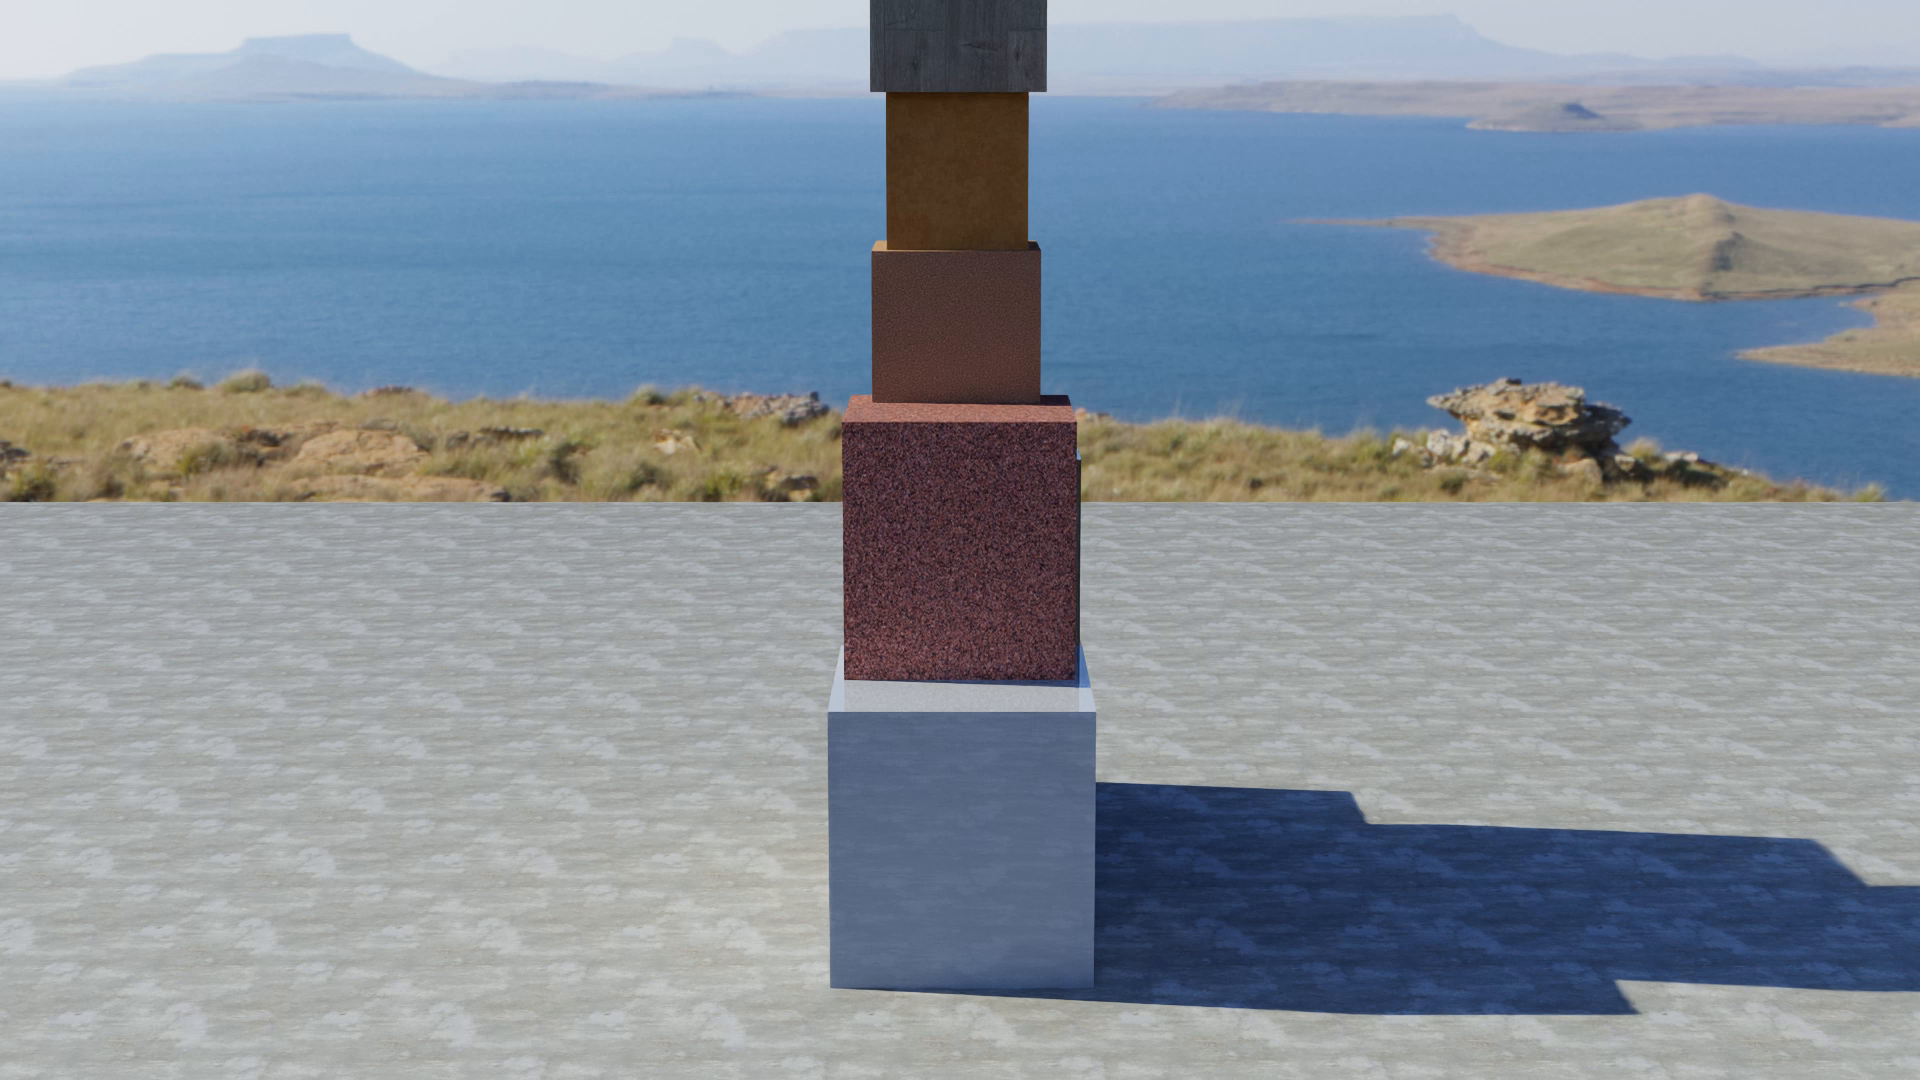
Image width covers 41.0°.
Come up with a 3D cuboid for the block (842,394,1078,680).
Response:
[{"bbox_3d":[-0.002,-0.031,10.635,0.926,1.041,0.882,0,10,0],"label":"block"}]

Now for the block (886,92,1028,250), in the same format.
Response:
[{"bbox_3d":[-0.011,-1.576,10.901,0.587,0.647,0.600,0,10,0],"label":"block"}]

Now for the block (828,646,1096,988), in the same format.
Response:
[{"bbox_3d":[0.007,1.096,10.443,1.025,1.107,1.146,0,10,0],"label":"block"}]

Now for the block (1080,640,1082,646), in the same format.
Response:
[{"bbox_3d":[0.017,0.979,11.504,1.068,0.957,0.963,0,10,0],"label":"block"}]

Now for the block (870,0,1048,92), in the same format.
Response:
[{"bbox_3d":[-0.006,-2.271,10.776,0.722,0.767,0.732,0,10,0],"label":"block"}]

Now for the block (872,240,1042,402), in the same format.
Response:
[{"bbox_3d":[-0.015,-0.947,11.013,0.703,0.630,0.711,0,10,0],"label":"block"}]

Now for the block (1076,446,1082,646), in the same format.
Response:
[{"bbox_3d":[0.013,0.008,11.635,1.016,0.908,1.055,0,10,0],"label":"block"}]
